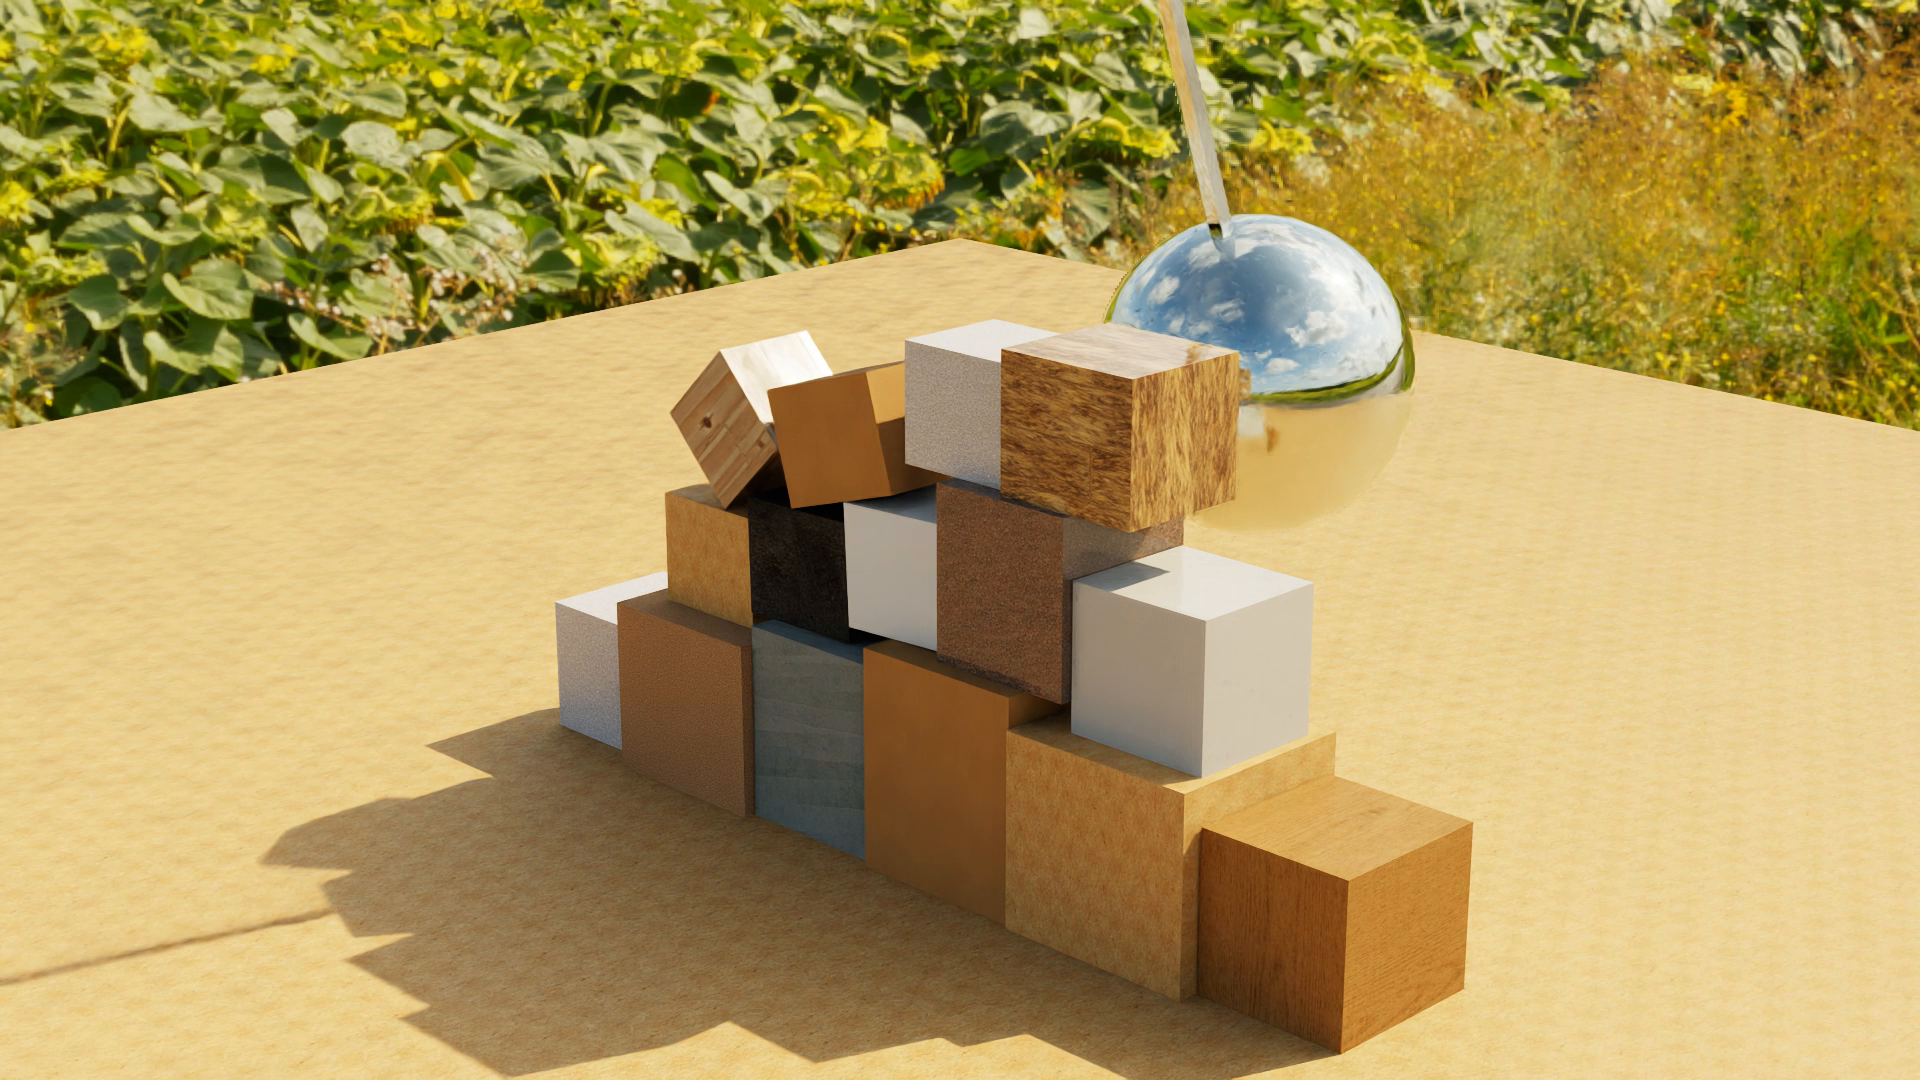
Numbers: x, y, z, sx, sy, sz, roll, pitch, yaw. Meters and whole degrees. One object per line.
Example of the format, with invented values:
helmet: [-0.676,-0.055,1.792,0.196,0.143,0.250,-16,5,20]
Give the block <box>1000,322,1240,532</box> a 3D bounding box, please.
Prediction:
block: [0.676,-0.491,12.466,0.679,0.652,0.744,-17,24,-42]

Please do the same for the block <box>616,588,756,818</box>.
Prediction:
block: [-0.998,0.711,14.634,1.037,0.868,0.934,-17,24,-42]

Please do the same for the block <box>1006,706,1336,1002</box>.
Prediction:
block: [0.909,1.266,12.759,0.996,0.933,1.012,-17,24,-42]

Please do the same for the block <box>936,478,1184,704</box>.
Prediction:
block: [0.440,0.144,12.919,0.777,0.833,0.758,-17,24,-42]

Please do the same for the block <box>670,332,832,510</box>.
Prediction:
block: [-0.936,-0.580,14.145,0.554,0.567,0.543,-17,-20,-42]

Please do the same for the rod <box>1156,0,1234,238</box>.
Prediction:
rod: [0.636,-3.620,12.870,0.080,5.200,0.080,17,44,42]

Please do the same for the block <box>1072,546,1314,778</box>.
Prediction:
block: [0.986,0.504,12.482,0.702,0.688,0.736,-17,24,-42]

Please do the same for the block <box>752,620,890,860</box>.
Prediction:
block: [-0.389,0.858,14.008,0.870,0.963,0.814,-17,24,-42]

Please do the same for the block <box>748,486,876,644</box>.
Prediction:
block: [-0.539,0.070,13.935,0.623,0.576,0.689,-17,23,-42]

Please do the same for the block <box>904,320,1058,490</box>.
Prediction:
block: [0.186,-0.603,12.964,0.566,0.566,0.648,-17,24,-42]

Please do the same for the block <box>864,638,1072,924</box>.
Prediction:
block: [0.244,0.987,13.416,1.010,1.073,0.914,-17,24,-42]

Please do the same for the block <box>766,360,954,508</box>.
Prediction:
block: [-0.392,-0.510,13.577,0.594,0.564,0.708,-16,7,-42]

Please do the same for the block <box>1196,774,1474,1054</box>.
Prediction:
block: [1.556,1.535,12.194,0.834,0.760,0.760,-17,24,-42]

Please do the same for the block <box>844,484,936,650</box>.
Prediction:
block: [-0.060,0.098,13.455,0.663,0.595,0.644,-17,21,-42]

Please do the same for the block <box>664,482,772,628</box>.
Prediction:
block: [-1.021,0.038,14.410,0.564,0.552,0.636,-17,24,-42]

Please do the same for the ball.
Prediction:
ball: [1.467,-0.825,14.620,1.600,1.600,1.600,0,17,0]

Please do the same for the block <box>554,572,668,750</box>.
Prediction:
block: [-1.591,0.635,15.197,0.719,0.676,0.676,-17,24,-42]
